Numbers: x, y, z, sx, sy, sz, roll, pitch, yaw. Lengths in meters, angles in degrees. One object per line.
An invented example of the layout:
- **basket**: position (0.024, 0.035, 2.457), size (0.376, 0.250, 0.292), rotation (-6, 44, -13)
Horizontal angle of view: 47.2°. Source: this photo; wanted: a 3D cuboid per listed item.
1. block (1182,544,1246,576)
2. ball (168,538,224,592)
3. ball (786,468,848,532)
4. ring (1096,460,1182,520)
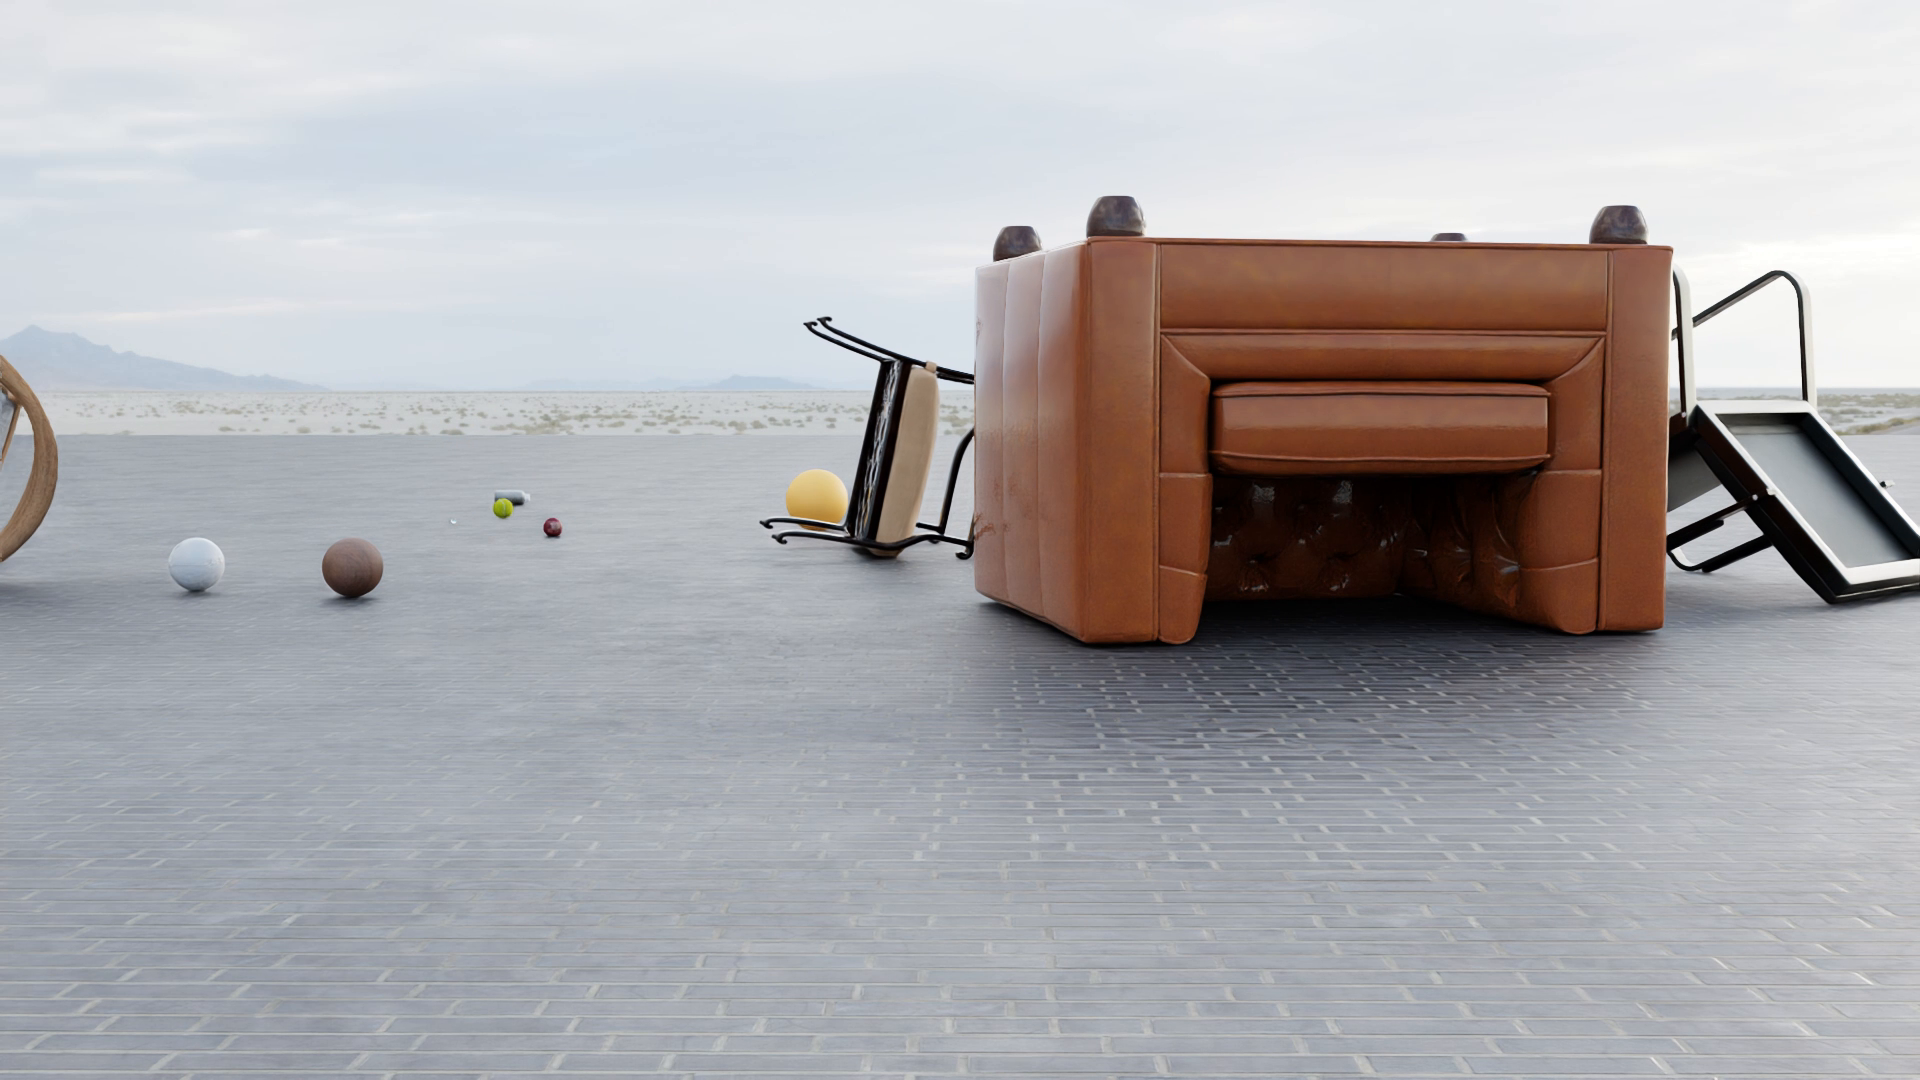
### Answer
- **block**: position (0.616, 0.048, 5.343), size (0.109, 0.069, 0.154), rotation (-1, 4, -12)
- **ball**: position (-1.697, 0.054, 4.888), size (0.119, 0.119, 0.119), rotation (0, 4, 0)
- **ball**: position (-0.451, -0.126, 6.939), size (0.197, 0.197, 0.197), rotation (0, 4, 0)
- **ring**: position (0.615, -0.172, 7.554), size (0.288, 0.114, 0.333), rotation (0, 28, 32)
